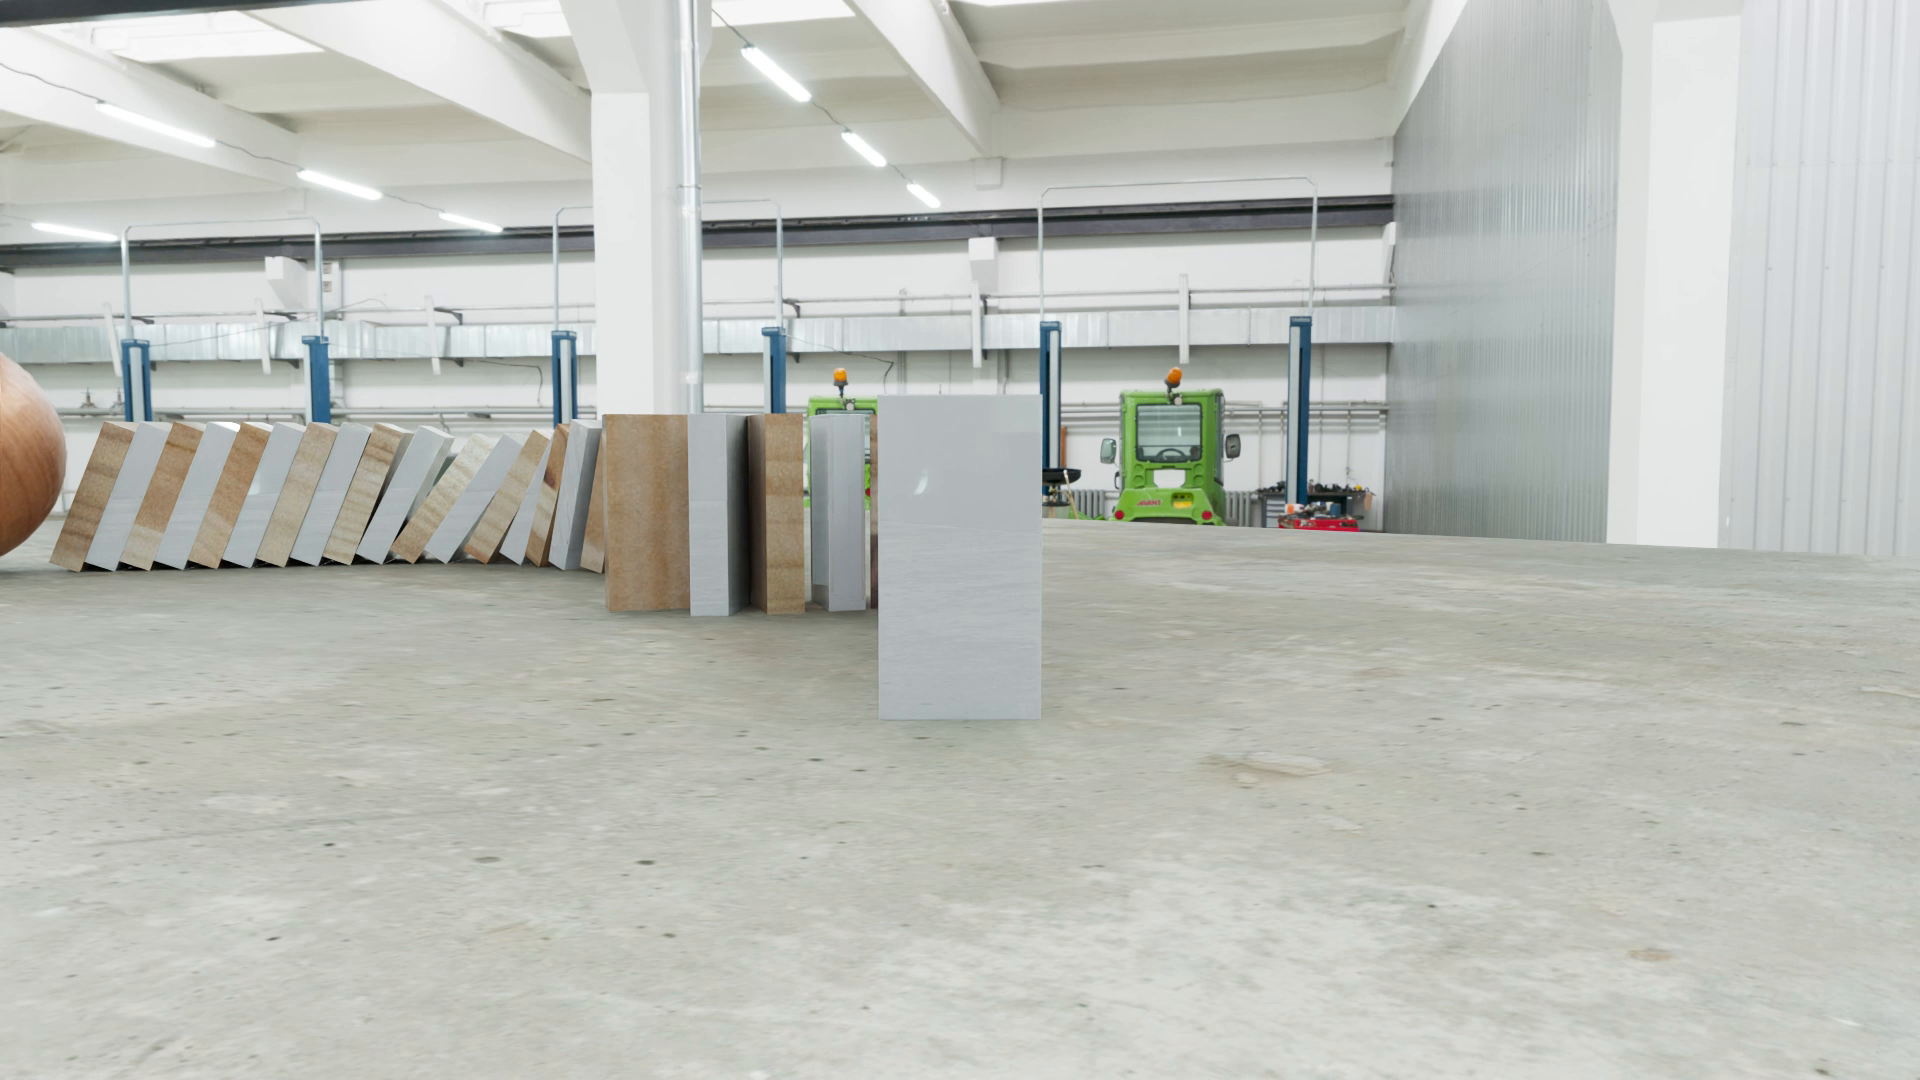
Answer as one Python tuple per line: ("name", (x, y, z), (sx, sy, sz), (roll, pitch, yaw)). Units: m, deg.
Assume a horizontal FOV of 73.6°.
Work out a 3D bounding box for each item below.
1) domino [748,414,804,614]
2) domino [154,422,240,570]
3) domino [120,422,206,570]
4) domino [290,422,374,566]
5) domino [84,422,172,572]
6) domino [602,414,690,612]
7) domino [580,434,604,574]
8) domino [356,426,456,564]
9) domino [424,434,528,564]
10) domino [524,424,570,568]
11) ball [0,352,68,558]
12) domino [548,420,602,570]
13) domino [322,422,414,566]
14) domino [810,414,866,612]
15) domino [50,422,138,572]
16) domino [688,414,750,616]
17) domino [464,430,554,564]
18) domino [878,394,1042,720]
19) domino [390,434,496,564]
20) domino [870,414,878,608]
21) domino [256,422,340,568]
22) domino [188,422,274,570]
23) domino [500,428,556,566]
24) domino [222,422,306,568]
("domino", (-0.048, -0.007, 0.332), (0.009, 0.050, 0.025), (-1, 5, -19))
("domino", (-0.261, -0.016, 0.444), (0.009, 0.050, 0.025), (21, -1, -14))
("domino", (-0.270, -0.016, 0.442), (0.009, 0.050, 0.025), (21, -1, -14))
("domino", (-0.222, -0.017, 0.457), (0.010, 0.050, 0.025), (21, -1, -14))
("domino", (-0.280, -0.015, 0.439), (0.010, 0.050, 0.025), (21, -1, -14))
("domino", (-0.079, -0.007, 0.333), (0.025, 0.050, 0.009), (-2, 5, -21))
("domino", (-0.111, -0.015, 0.430), (0.009, 0.050, 0.025), (17, 11, 25))
("domino", (-0.200, -0.017, 0.464), (0.009, 0.050, 0.025), (26, -2, -14))
("domino", (-0.172, -0.016, 0.466), (0.009, 0.050, 0.025), (35, 1, -7))
("domino", (-0.132, -0.016, 0.446), (0.009, 0.050, 0.025), (33, 23, 32))
("ball", (-0.328, -0.028, 0.402), (0.080, 0.080, 0.080), (0, 4, 0))
("domino", (-0.123, -0.015, 0.437), (0.009, 0.050, 0.025), (25, 18, 35))
("domino", (-0.212, -0.017, 0.461), (0.009, 0.050, 0.025), (22, -1, -14))
("domino", (-0.032, -0.008, 0.337), (0.009, 0.050, 0.025), (-1, 4, -17))
("domino", (-0.290, -0.015, 0.437), (0.010, 0.050, 0.025), (21, -1, -14))
("domino", (-0.061, -0.007, 0.328), (0.009, 0.050, 0.025), (0, 4, 3))
("domino", (-0.158, -0.016, 0.463), (0.009, 0.050, 0.025), (32, 5, 1))
("domino", (0.000, 0.002, 0.201), (0.025, 0.050, 0.009), (0, 4, 0))
("domino", (-0.186, -0.016, 0.467), (0.009, 0.050, 0.025), (36, -4, -13))
("domino", (-0.017, -0.008, 0.342), (0.009, 0.050, 0.025), (0, 4, 6))
("domino", (-0.231, -0.016, 0.454), (0.009, 0.050, 0.025), (21, -1, -14))
("domino", (-0.251, -0.016, 0.447), (0.009, 0.050, 0.025), (21, -1, -14))
("domino", (-0.144, -0.016, 0.458), (0.009, 0.050, 0.025), (30, 11, 11))
("domino", (-0.241, -0.016, 0.450), (0.009, 0.050, 0.025), (21, -1, -14))
